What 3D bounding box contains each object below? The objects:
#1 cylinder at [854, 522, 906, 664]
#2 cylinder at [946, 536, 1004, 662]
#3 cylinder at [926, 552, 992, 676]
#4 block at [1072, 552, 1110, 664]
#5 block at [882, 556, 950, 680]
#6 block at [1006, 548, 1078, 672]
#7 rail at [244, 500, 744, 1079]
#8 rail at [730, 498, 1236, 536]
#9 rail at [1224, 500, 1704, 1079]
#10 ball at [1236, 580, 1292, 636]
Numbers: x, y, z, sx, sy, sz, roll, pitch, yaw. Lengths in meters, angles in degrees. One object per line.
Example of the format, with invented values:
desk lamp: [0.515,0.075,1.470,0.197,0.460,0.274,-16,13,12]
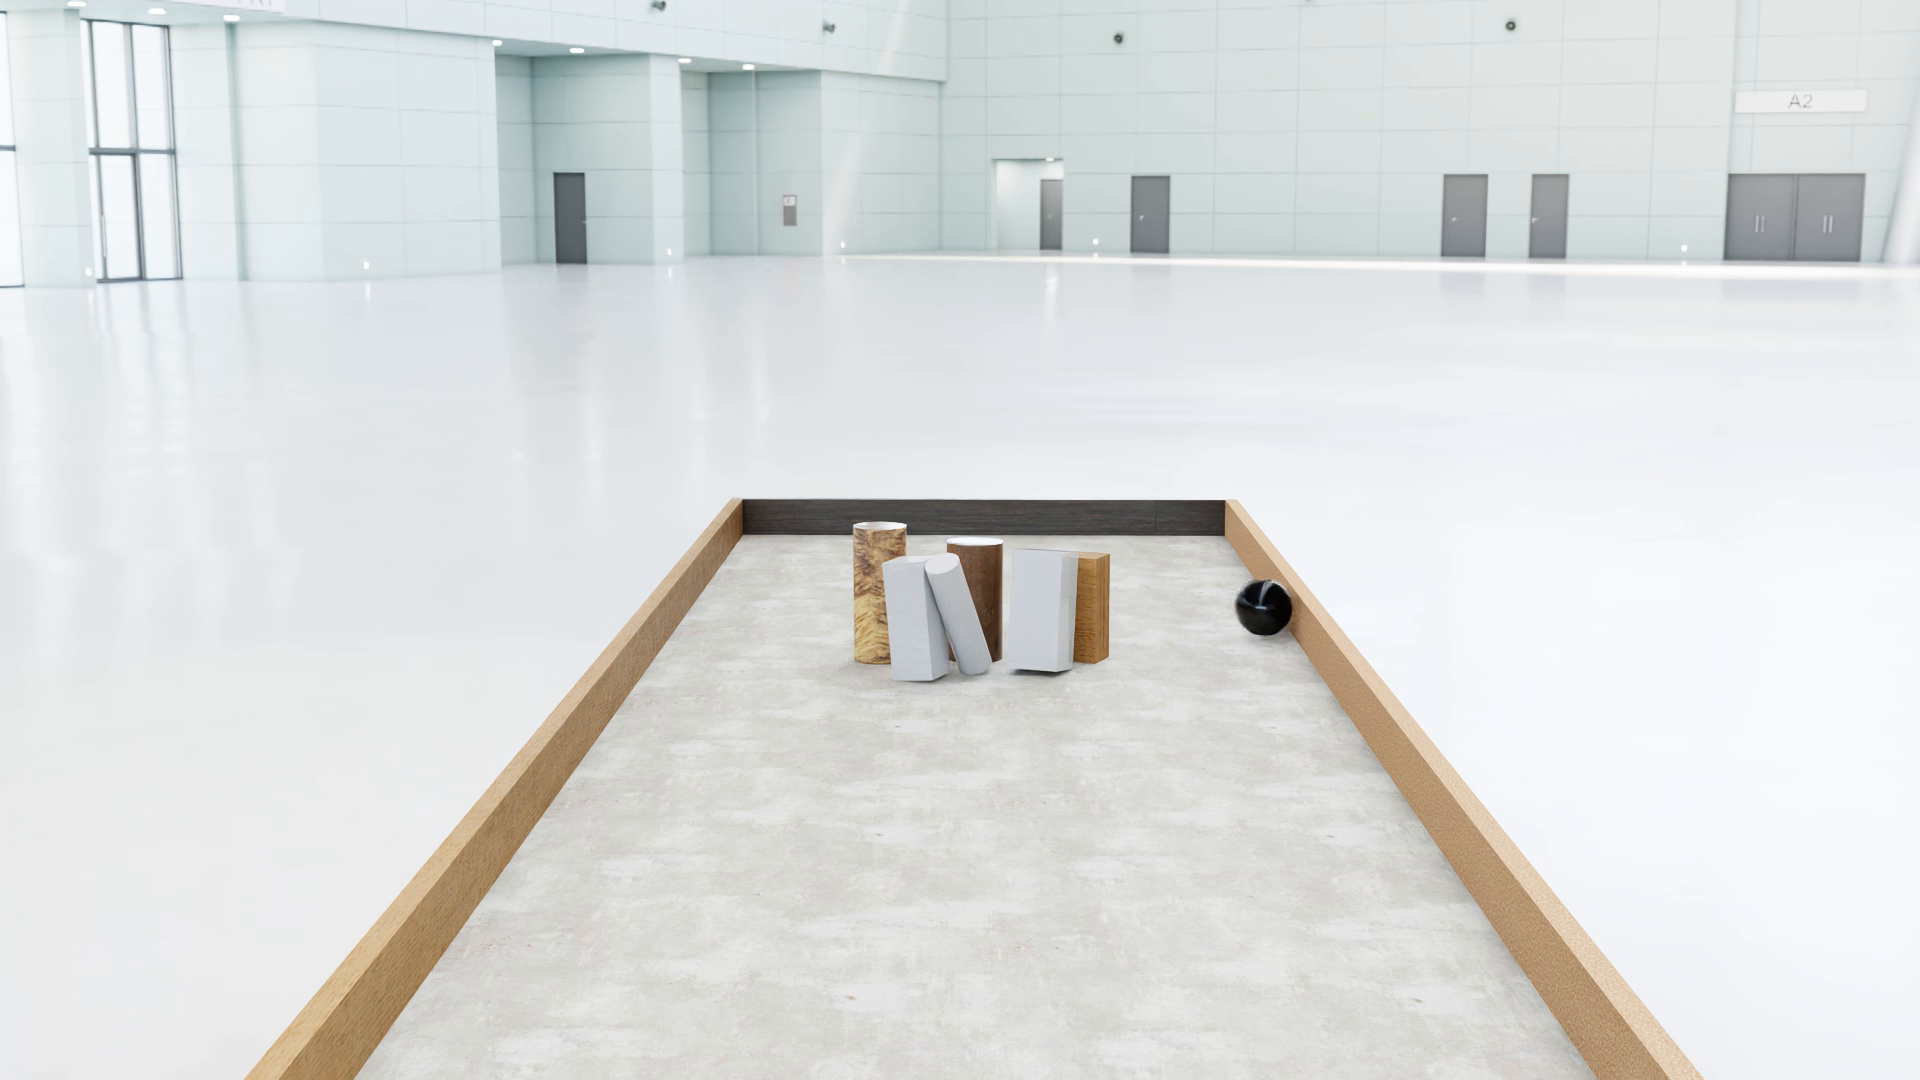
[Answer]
cylinder: [-0.243,0.160,6.683,0.162,0.412,0.162,0,9,0]
cylinder: [0.045,0.182,6.708,0.174,0.360,0.174,0,9,0]
cylinder: [-0.003,0.218,6.431,0.102,0.373,0.102,-13,32,8]
block: [0.383,0.204,6.695,0.111,0.321,0.111,4,10,25]
block: [-0.128,0.227,6.432,0.127,0.347,0.127,-2,7,24]
block: [0.246,0.205,6.531,0.155,0.351,0.155,3,1,21]
rail: [-1.004,0.839,3.234,0.050,0.150,12.000,0,9,1]
rail: [0.099,-0.098,9.147,2.100,0.150,0.050,0,9,1]
rail: [1.046,0.843,3.208,0.050,0.150,12.000,0,9,1]
ball: [0.976,0.218,7.057,0.181,0.181,0.181,0,9,0]
